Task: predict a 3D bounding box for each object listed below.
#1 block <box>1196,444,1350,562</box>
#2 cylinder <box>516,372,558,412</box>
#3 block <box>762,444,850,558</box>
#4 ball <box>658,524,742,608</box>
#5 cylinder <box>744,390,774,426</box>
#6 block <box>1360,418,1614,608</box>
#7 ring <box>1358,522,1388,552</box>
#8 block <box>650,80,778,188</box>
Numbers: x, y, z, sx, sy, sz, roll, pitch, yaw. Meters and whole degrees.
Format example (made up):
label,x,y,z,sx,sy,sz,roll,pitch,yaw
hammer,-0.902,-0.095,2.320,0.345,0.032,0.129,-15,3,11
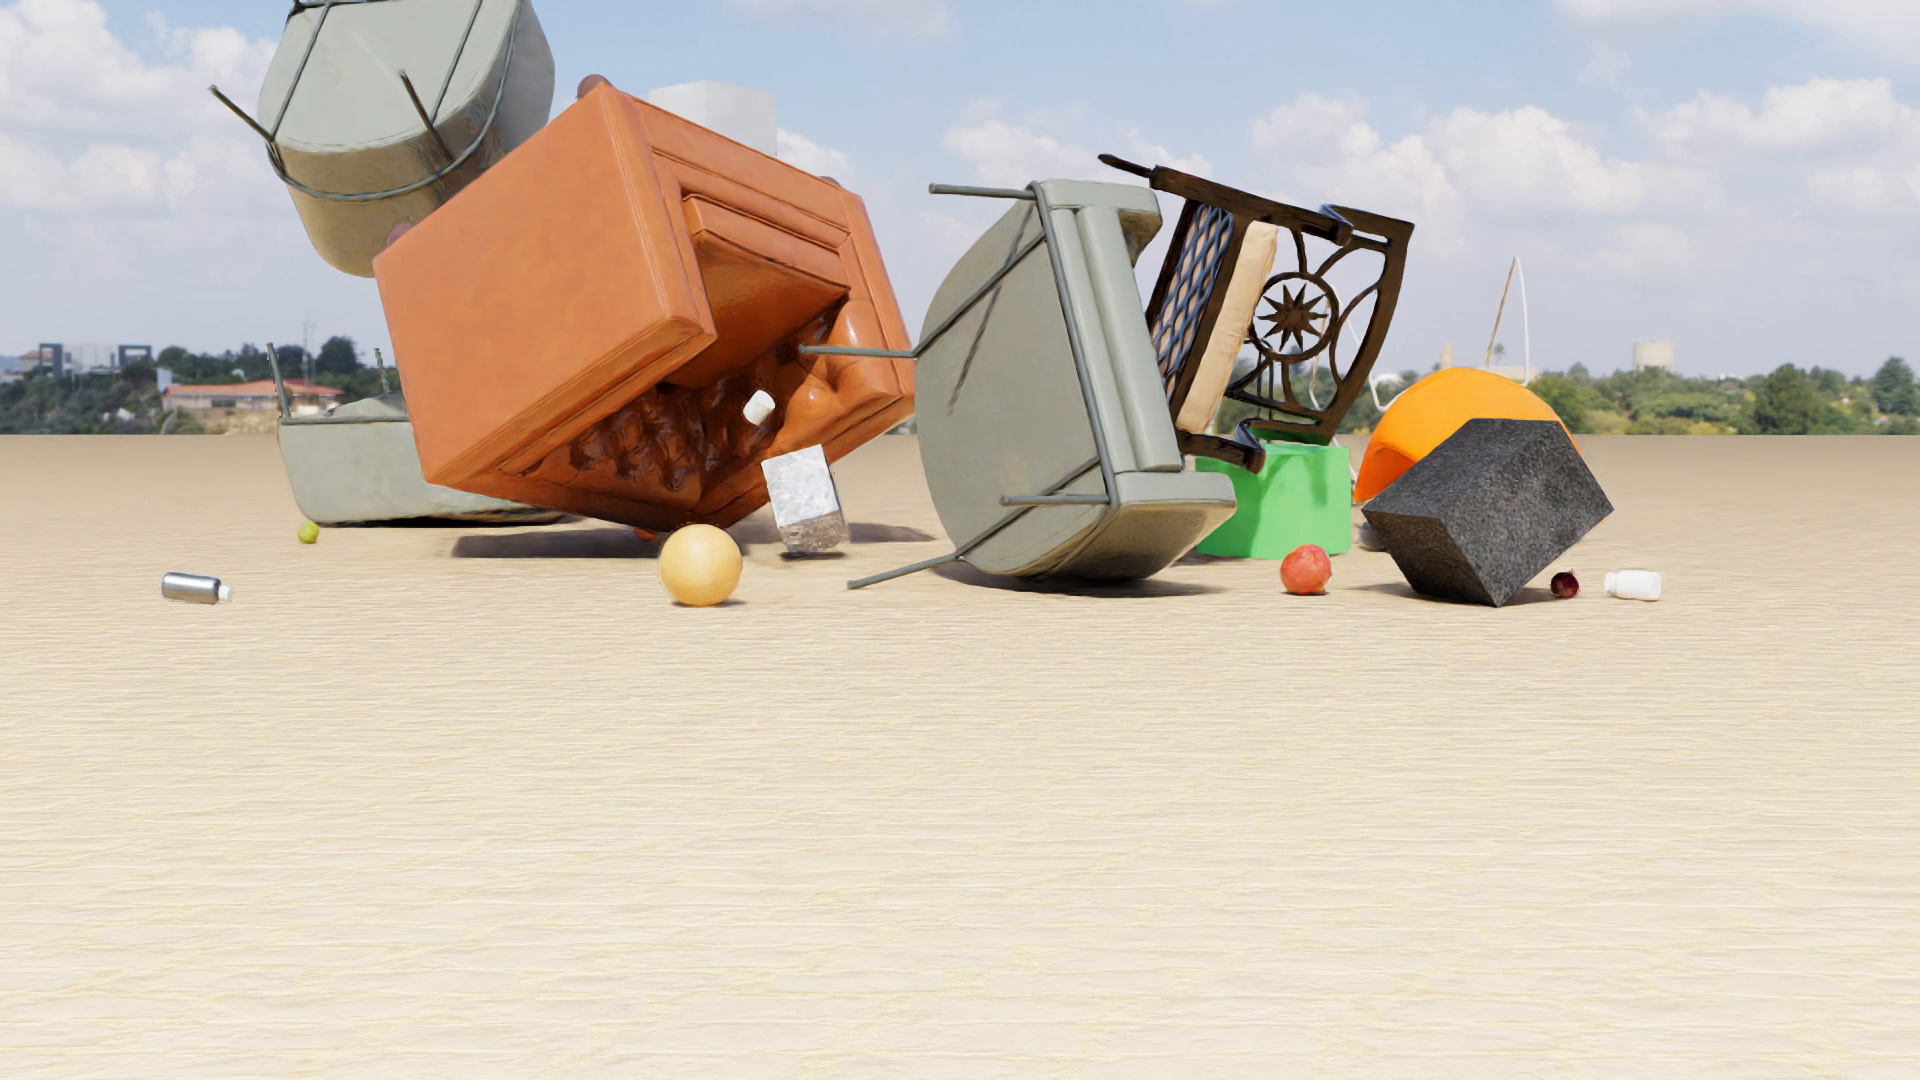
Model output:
label,x,y,z,sx,sy,sz,roll,pitch,yaw
block,0.840,-0.106,5.902,0.321,0.278,0.260,4,9,40
cylinder,-1.498,-0.524,7.786,0.118,0.121,0.046,13,20,-18
block,-0.404,-0.100,5.768,0.162,0.200,0.193,-16,-26,-1
ball,-0.534,0.052,4.524,0.172,0.172,0.172,0,4,0
cylinder,-0.472,-0.311,5.167,0.051,0.056,0.062,15,38,-39
block,1.118,-0.065,4.688,0.334,0.231,0.353,-38,13,-11
ring,1.216,-0.009,6.103,0.196,0.082,0.345,-2,5,-10
block,-0.727,-1.198,6.506,0.223,0.255,0.303,-1,1,37
